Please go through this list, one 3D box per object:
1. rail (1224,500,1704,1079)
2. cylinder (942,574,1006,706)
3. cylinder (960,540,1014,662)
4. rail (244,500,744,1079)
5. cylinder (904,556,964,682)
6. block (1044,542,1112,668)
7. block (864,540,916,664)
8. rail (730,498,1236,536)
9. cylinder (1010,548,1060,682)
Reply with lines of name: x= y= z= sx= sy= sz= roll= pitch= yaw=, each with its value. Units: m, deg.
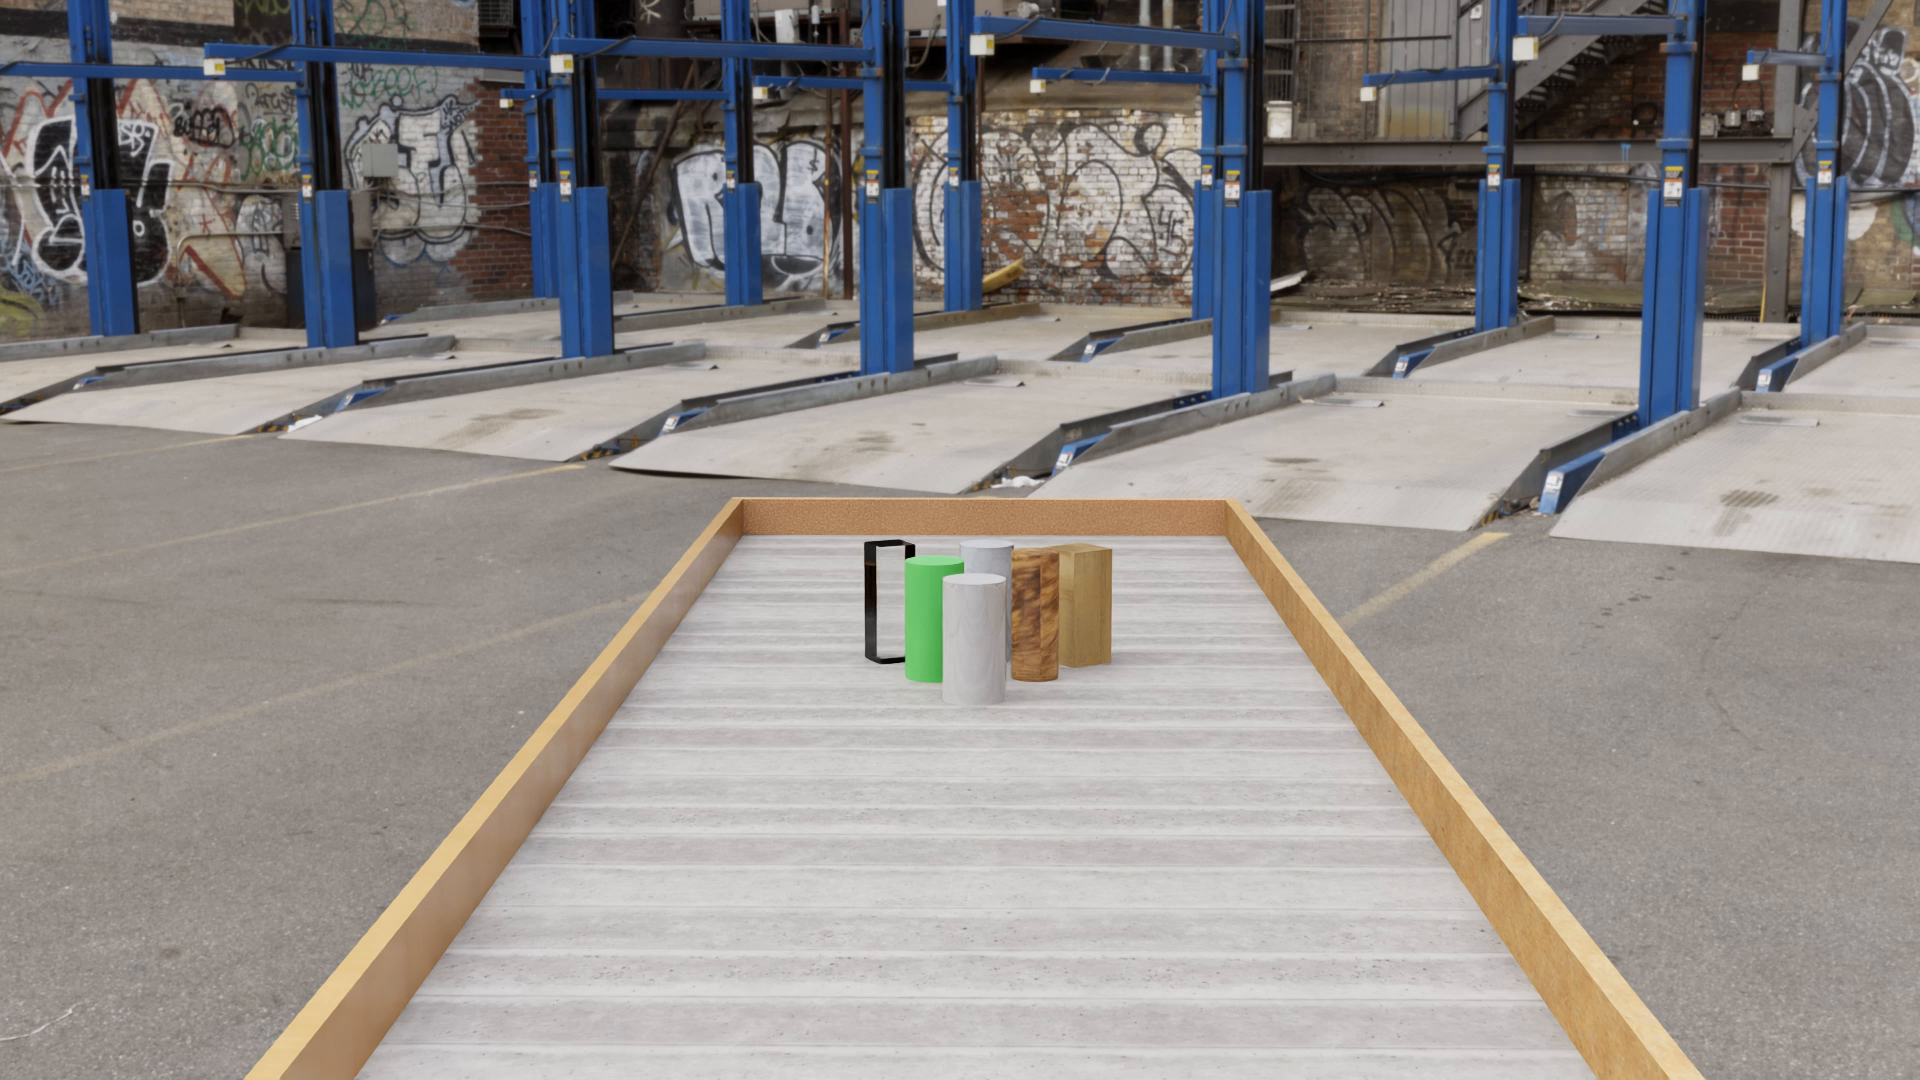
rail: x=1.046 y=0.843 z=3.208 sx=0.050 sy=0.150 sz=12.000 roll=0 pitch=9 yaw=1
cylinder: x=0.040 y=0.278 z=6.163 sx=0.179 sy=0.343 sz=0.179 roll=0 pitch=9 yaw=0
cylinder: x=0.081 y=0.186 z=6.697 sx=0.165 sy=0.356 sz=0.165 roll=0 pitch=9 yaw=0
rail: x=-1.004 y=0.839 z=3.234 sx=0.050 sy=0.150 sz=12.000 roll=0 pitch=9 yaw=1
cylinder: x=-0.074 y=0.231 z=6.449 sx=0.174 sy=0.346 sz=0.174 roll=0 pitch=9 yaw=0
block: x=0.357 y=0.196 z=6.660 sx=0.145 sy=0.349 sz=0.145 roll=-6 pitch=11 yaw=-34
block: x=-0.213 y=0.187 z=6.683 sx=0.117 sy=0.359 sz=0.117 roll=-5 pitch=10 yaw=-26
rail: x=0.099 y=-0.098 z=9.147 sx=2.100 sy=0.150 sz=0.050 roll=0 pitch=9 yaw=1
cylinder: x=0.220 y=0.218 z=6.440 sx=0.140 sy=0.374 sz=0.140 roll=0 pitch=9 yaw=0
